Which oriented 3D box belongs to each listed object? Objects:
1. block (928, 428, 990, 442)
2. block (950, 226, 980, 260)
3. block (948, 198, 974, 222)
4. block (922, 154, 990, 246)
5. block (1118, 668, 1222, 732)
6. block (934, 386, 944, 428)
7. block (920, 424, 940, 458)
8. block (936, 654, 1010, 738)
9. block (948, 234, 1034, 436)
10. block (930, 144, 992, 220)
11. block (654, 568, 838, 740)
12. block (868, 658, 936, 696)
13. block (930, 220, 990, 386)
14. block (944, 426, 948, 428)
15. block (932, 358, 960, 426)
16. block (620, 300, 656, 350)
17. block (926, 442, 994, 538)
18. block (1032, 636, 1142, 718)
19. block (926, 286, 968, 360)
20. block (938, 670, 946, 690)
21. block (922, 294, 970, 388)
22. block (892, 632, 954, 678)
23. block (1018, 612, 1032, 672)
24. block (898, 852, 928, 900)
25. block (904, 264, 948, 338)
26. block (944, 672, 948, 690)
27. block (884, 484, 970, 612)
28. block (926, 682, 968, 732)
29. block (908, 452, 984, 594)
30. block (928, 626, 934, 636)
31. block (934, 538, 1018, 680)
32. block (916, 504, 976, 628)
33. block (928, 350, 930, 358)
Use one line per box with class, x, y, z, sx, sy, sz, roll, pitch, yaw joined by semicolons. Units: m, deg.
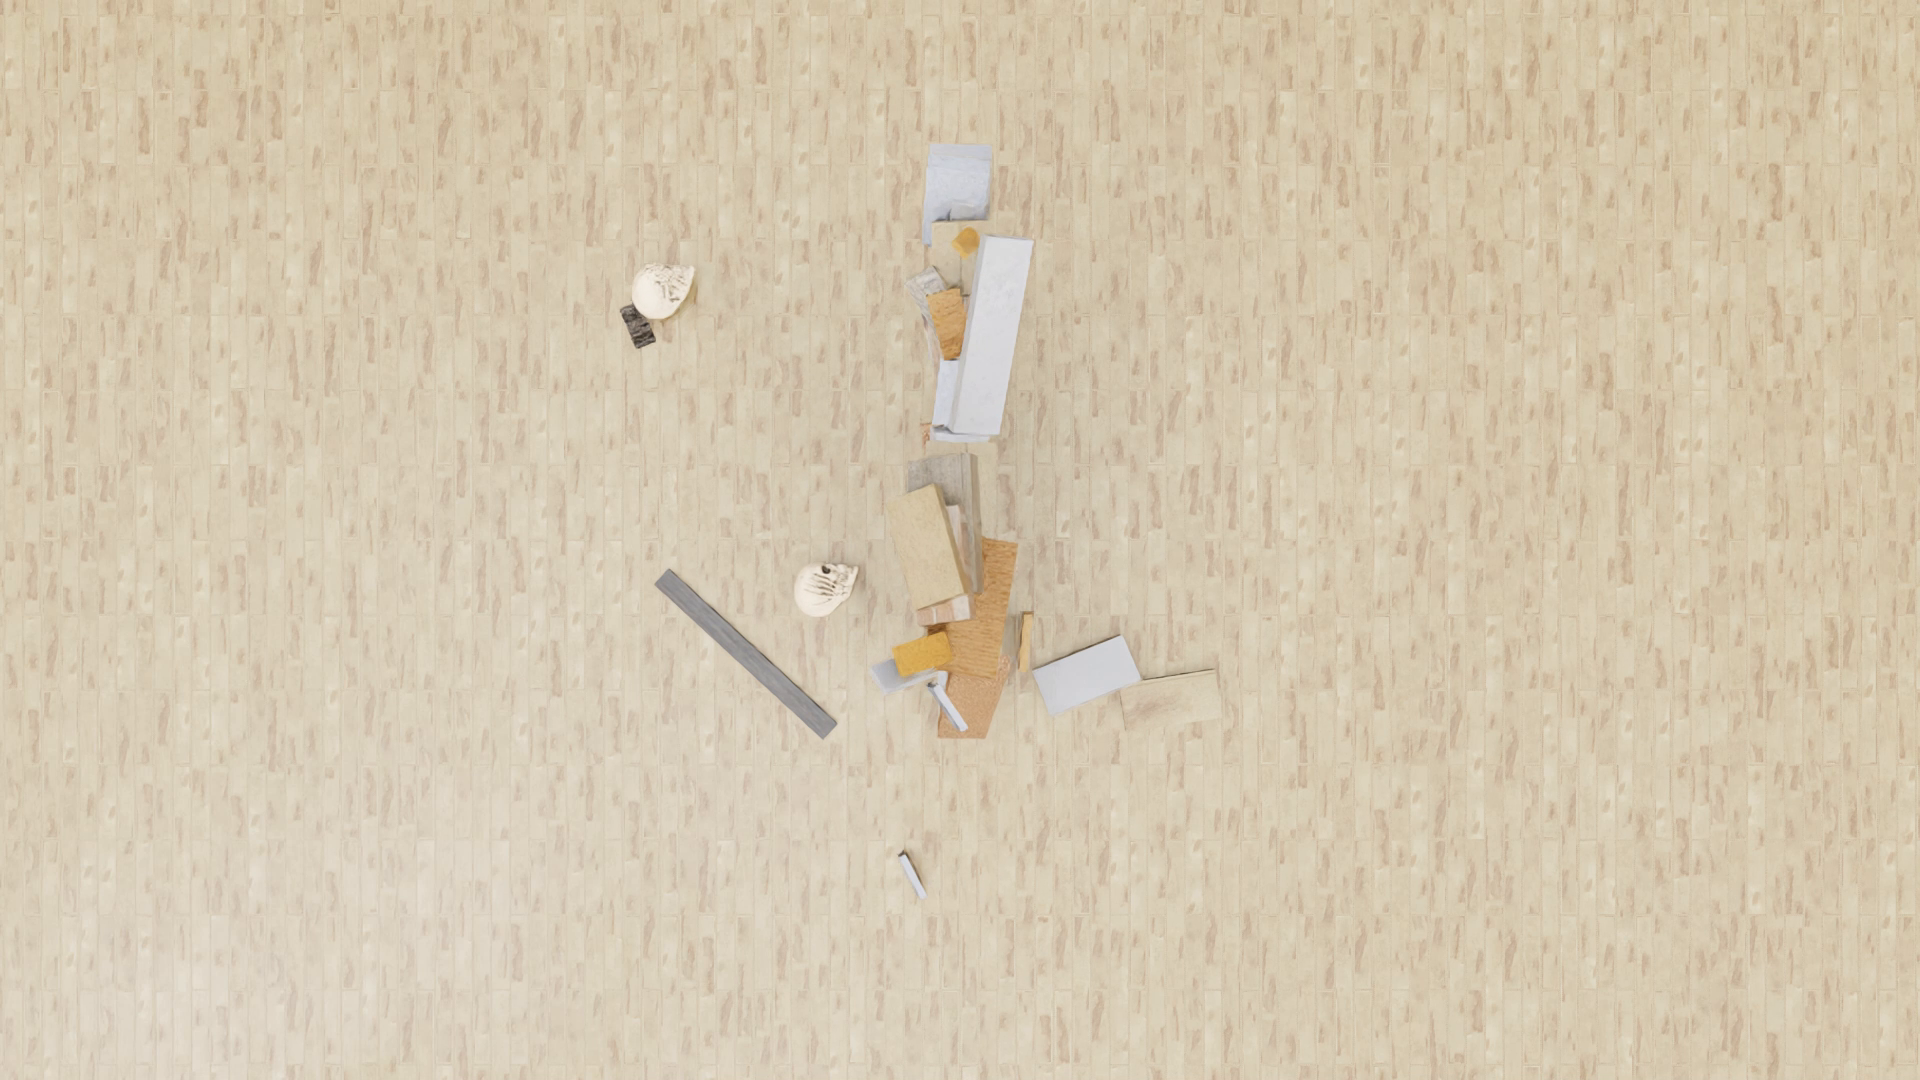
block;-0.025;-0.169;4.889;0.168;0.048;0.336;0;117;-22
block;0.020;-0.831;4.609;0.062;0.123;0.017;48;126;-8
block;0.001;-0.940;4.788;0.062;0.123;0.017;6;62;-6
block;-0.014;-0.977;4.800;0.175;0.350;0.050;7;62;0
block;0.697;0.533;5.477;0.321;0.046;0.161;-9;90;0
block;-0.002;-0.393;4.962;0.155;0.044;0.311;1;89;0
block;-0.068;-0.169;4.955;0.055;0.016;0.375;1;113;21
block;0.032;0.491;5.078;0.161;0.872;0.046;2;70;-3
block;0.086;-0.580;4.698;0.145;0.041;0.568;1;110;-24
block;-0.001;-0.872;5.102;0.175;0.907;0.050;1;58;0
block;-0.712;0.380;5.490;0.765;0.020;0.071;43;90;0
block;-0.145;0.335;4.204;0.158;0.022;0.079;-18;60;-34
block;0.004;-0.689;4.821;0.168;0.048;0.475;-1;103;1
block;0.005;-0.408;4.901;0.080;0.023;0.159;8;84;2
block;-0.020;-0.426;4.789;0.096;0.027;0.192;8;102;1
block;-1.072;-0.715;5.490;0.071;0.020;0.142;-22;90;0
block;-0.001;-0.078;4.341;0.179;0.051;0.357;1;88;0
block;0.419;0.451;5.453;0.321;0.046;0.161;-22;71;0
block;-0.024;-0.619;4.720;0.096;0.027;0.192;-15;102;6
block;0.004;0.351;5.185;0.146;0.041;0.292;0;90;0
block;0.001;-0.536;4.806;0.168;0.048;0.336;-10;102;4
block;-0.094;0.290;4.200;0.158;0.022;0.079;-15;88;-36
block;0.214;0.337;5.452;0.027;0.095;0.190;5;90;-1
block;-0.156;1.110;5.460;0.022;0.079;0.158;-28;90;-5
block;-0.069;-0.681;4.736;0.096;0.027;0.192;-30;100;7
block;0.003;0.410;5.088;0.095;0.027;0.190;4;134;0
block;-0.083;0.020;4.162;0.145;0.041;0.290;-21;76;22
block;-0.034;0.440;4.364;0.020;0.071;0.142;-36;100;-12
block;-0.037;-0.034;4.243;0.179;0.051;0.357;-6;82;25
block;-0.004;0.160;4.384;0.166;0.047;0.332;-1;88;0
block;0.034;0.170;4.284;0.179;0.051;0.357;10;89;1
block;-0.046;0.067;4.185;0.145;0.041;0.290;-9;80;24
block;-0.004;-0.688;5.016;0.175;0.050;0.350;2;49;-1
